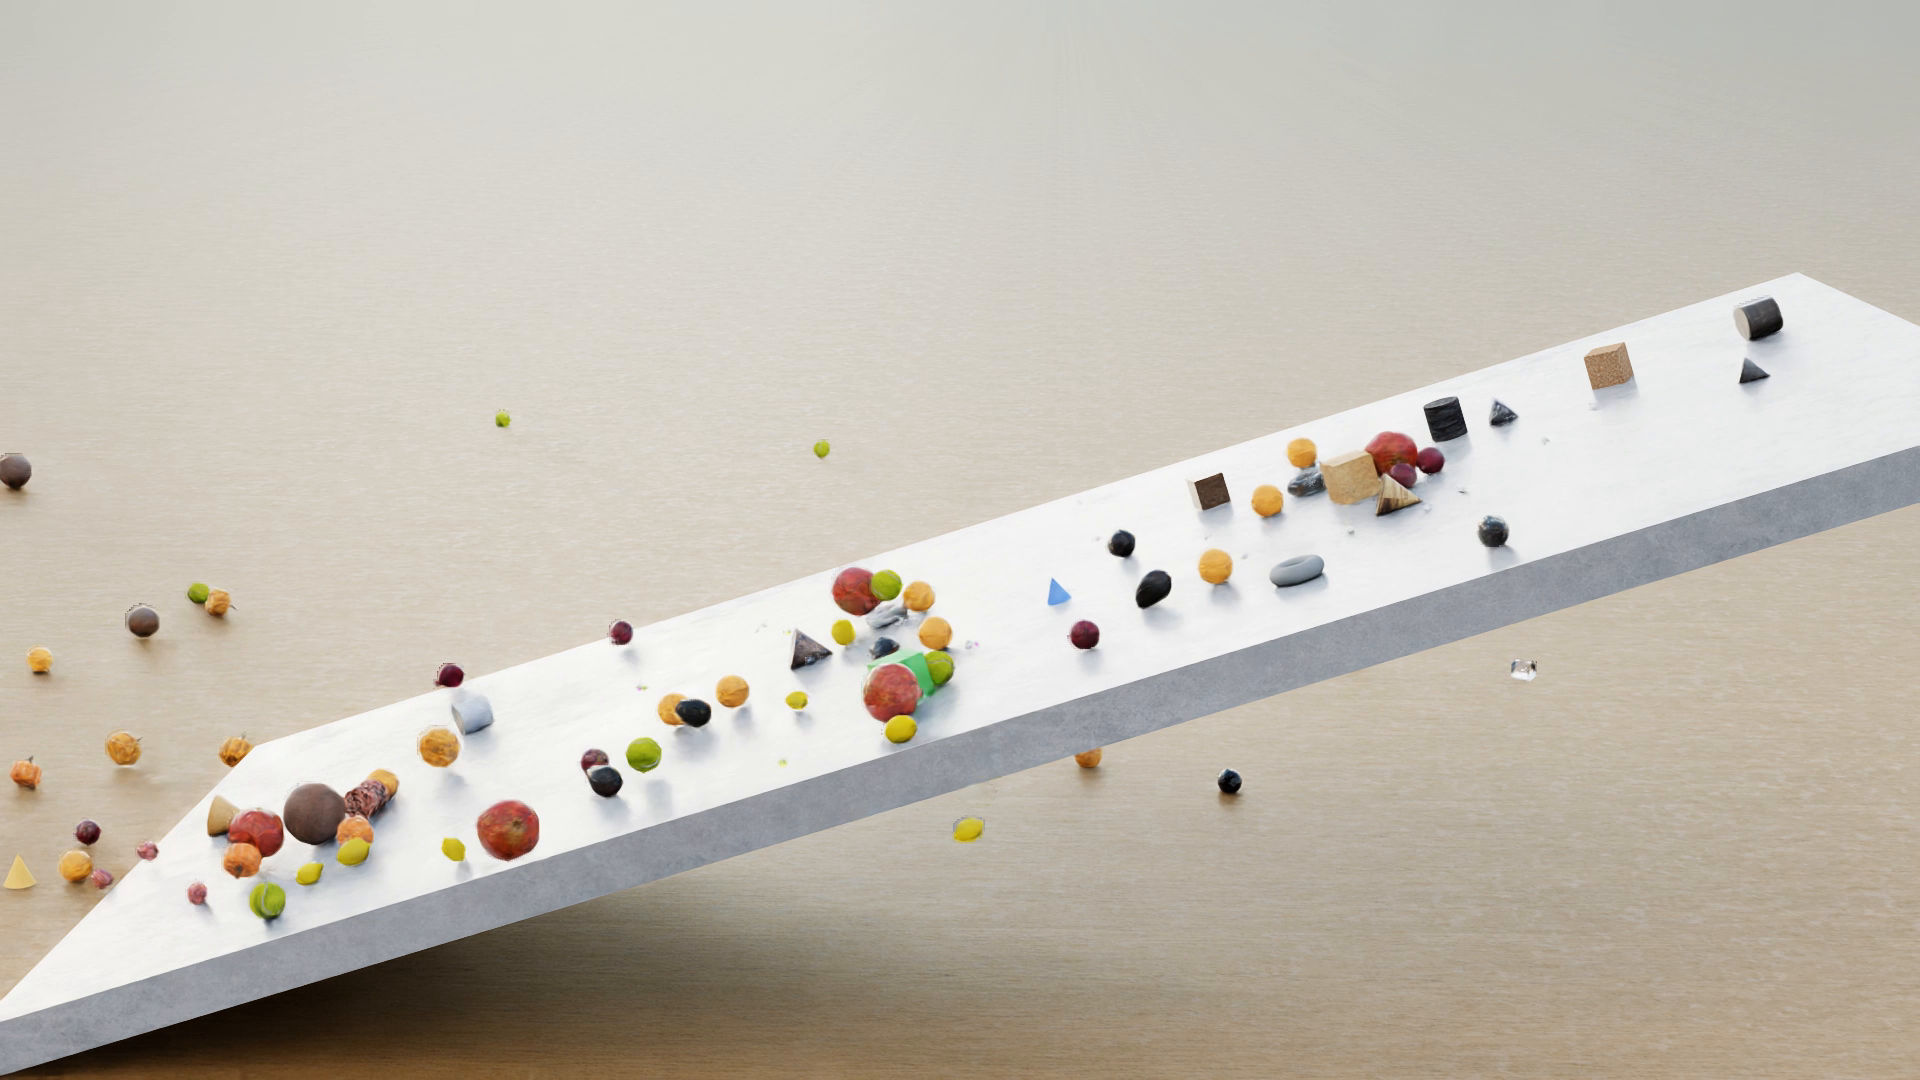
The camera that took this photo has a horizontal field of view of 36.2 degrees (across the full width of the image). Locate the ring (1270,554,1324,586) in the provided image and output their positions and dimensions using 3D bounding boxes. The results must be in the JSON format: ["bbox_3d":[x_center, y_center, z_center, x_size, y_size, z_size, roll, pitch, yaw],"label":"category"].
[{"bbox_3d":[0.648,0.058,5.654,0.109,0.036,0.109,-18,9,3],"label":"ring"}]

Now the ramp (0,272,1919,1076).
[{"bbox_3d":[0.100,0.183,6.311,4.000,0.100,2.000,-17,10,5],"label":"ramp"}]

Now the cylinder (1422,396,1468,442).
[{"bbox_3d":[1.074,-0.267,6.506,0.080,0.080,0.080,-17,10,3],"label":"cylinder"}]

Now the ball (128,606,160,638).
[{"bbox_3d":[-2.508,0.252,9.037,0.097,0.097,0.097,0,11,0],"label":"ball"}]

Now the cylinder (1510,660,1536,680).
[{"bbox_3d":[1.633,0.378,8.524,0.054,0.054,0.054,7,13,39],"label":"cylinder"}]

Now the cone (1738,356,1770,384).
[{"bbox_3d":[1.647,-0.345,6.085,0.061,0.061,0.061,12,14,11],"label":"cone"}]

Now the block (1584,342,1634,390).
[{"bbox_3d":[1.438,-0.386,6.520,0.076,0.076,0.076,-12,12,30],"label":"block"}]

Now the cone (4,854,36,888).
[{"bbox_3d":[-2.133,0.745,6.668,0.072,0.072,0.072,0,11,0],"label":"cone"}]

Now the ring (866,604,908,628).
[{"bbox_3d":[-0.161,0.166,6.475,0.098,0.033,0.098,-18,9,3],"label":"ring"}]

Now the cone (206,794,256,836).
[{"bbox_3d":[-1.609,0.619,6.536,0.098,0.098,0.098,10,12,3],"label":"cone"}]

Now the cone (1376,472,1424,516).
[{"bbox_3d":[0.897,-0.086,5.973,0.090,0.090,0.090,10,12,4],"label":"cone"}]

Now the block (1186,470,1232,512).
[{"bbox_3d":[0.558,-0.112,6.606,0.069,0.069,0.069,-20,10,-8],"label":"block"}]

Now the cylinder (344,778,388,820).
[{"bbox_3d":[-1.257,0.549,6.222,0.070,0.070,0.070,3,16,16],"label":"cylinder"}]

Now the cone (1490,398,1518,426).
[{"bbox_3d":[1.204,-0.277,6.483,0.061,0.061,0.061,10,12,3],"label":"cone"}]

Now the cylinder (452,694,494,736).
[{"bbox_3d":[-1.119,0.401,6.756,0.073,0.073,0.073,-22,20,-23],"label":"cylinder"}]

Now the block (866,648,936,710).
[{"bbox_3d":[-0.114,0.269,5.705,0.087,0.087,0.087,-22,11,-21],"label":"block"}]

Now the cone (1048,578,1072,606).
[{"bbox_3d":[0.199,0.102,6.137,0.054,0.054,0.054,-17,10,3],"label":"cone"}]

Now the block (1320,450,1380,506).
[{"bbox_3d":[0.824,-0.132,6.204,0.087,0.087,0.087,-20,10,-10],"label":"block"}]

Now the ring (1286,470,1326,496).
[{"bbox_3d":[0.762,-0.124,6.417,0.102,0.034,0.102,-18,9,3],"label":"ring"}]
